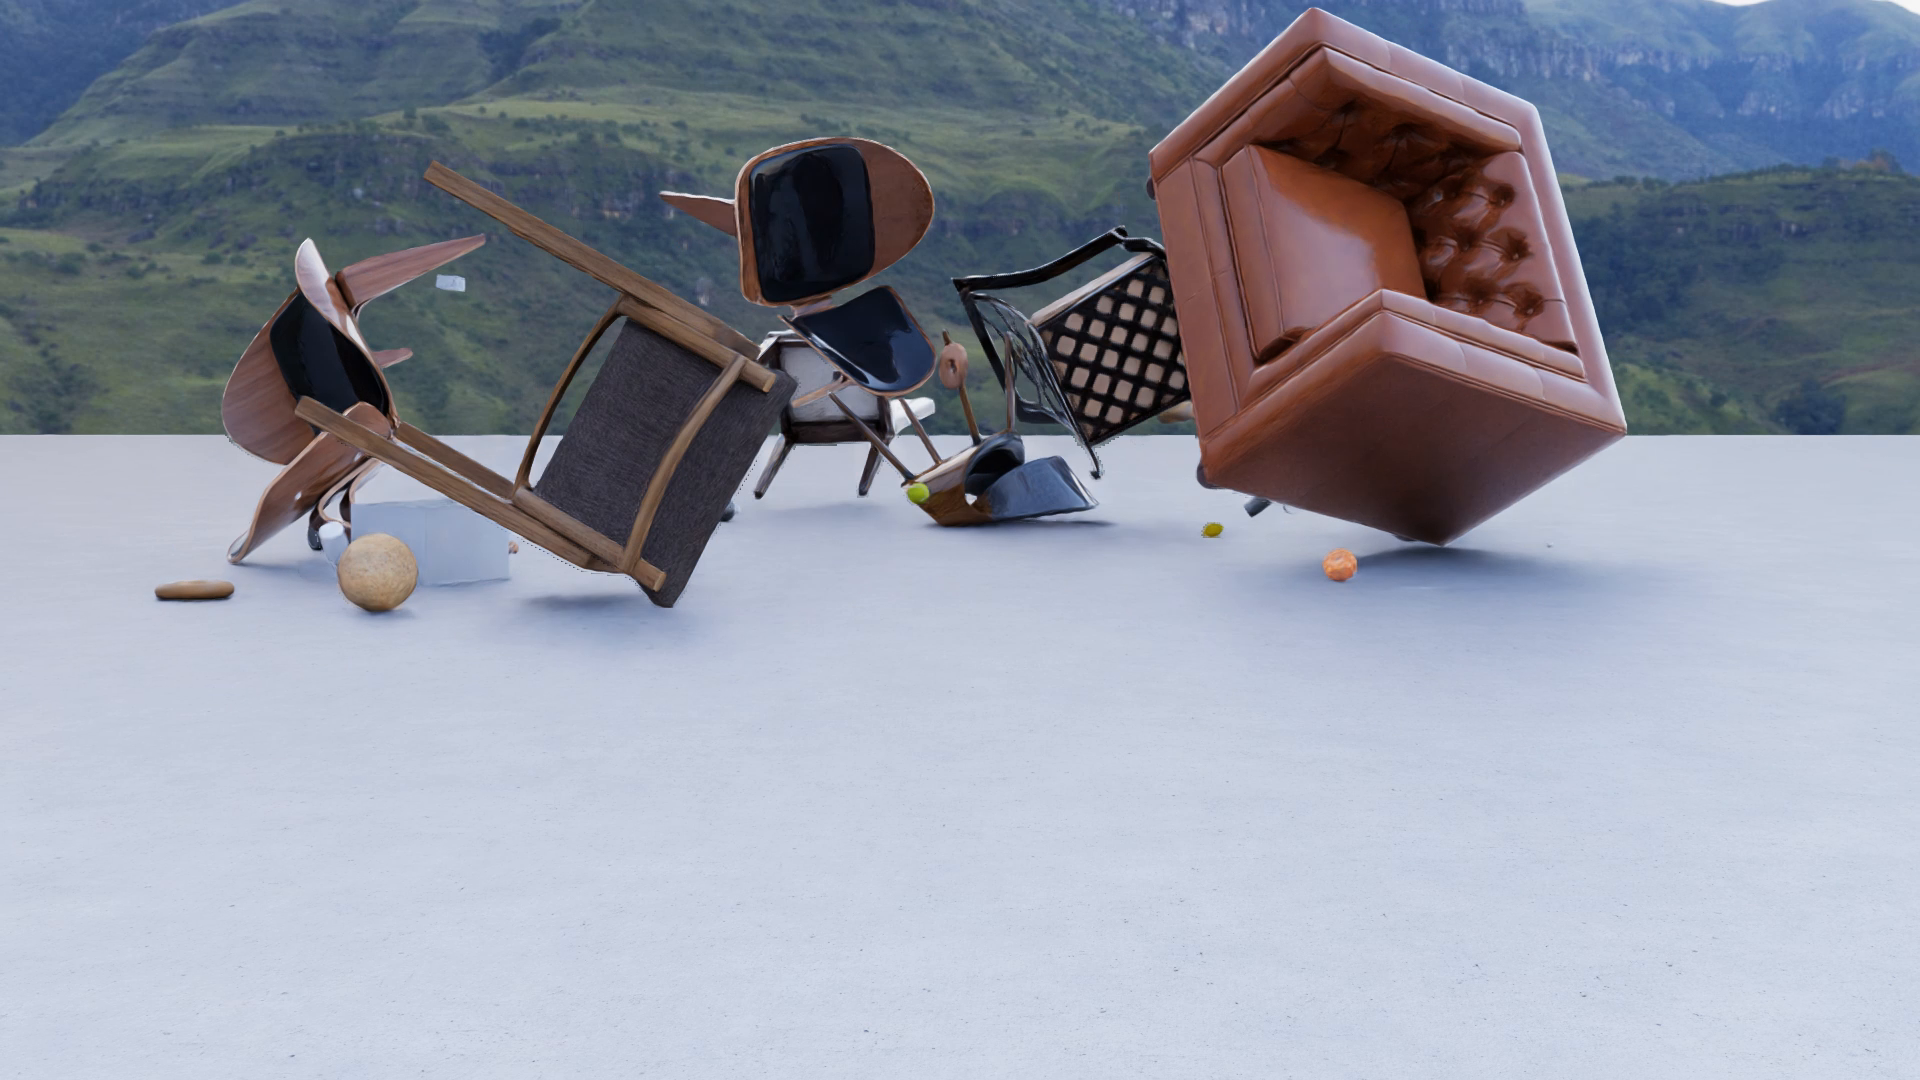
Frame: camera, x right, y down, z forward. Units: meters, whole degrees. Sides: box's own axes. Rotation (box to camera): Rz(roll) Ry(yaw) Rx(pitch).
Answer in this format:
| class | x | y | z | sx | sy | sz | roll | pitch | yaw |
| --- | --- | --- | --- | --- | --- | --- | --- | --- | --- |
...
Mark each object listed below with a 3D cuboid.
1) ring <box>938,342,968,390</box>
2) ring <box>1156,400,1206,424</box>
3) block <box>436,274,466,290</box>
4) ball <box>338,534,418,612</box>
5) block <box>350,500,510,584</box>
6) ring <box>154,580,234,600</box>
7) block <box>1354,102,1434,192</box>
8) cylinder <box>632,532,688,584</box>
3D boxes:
| class | x | y | z | sx | sy | sz | roll | pitch | yaw |
| --- | --- | --- | --- | --- | --- | --- | --- | --- | --- |
| ring | -0.022 | -0.563 | 7.123 | 0.038 | 0.185 | 0.115 | -31 | 60 | -34 |
| ring | 0.830 | -0.481 | 8.240 | 0.186 | 0.071 | 0.241 | -7 | 3 | 9 |
| block | -1.962 | -0.991 | 8.476 | 0.074 | 0.047 | 0.124 | 3 | 1 | 5 |
| ball | -1.175 | 0.065 | 4.440 | 0.158 | 0.158 | 0.158 | 0 | 4 | 0 |
| block | -1.257 | 0.002 | 5.220 | 0.265 | 0.177 | 0.252 | 3 | 5 | 37 |
| ring | -1.644 | 0.107 | 4.724 | 0.167 | 0.036 | 0.162 | 1 | 3 | 32 |
| block | 1.301 | -1.178 | 6.592 | 0.124 | 0.138 | 0.206 | 47 | 0 | 38 |
| cylinder | -0.691 | 0.040 | 5.068 | 0.110 | 0.095 | 0.072 | -10 | -34 | -23 |
